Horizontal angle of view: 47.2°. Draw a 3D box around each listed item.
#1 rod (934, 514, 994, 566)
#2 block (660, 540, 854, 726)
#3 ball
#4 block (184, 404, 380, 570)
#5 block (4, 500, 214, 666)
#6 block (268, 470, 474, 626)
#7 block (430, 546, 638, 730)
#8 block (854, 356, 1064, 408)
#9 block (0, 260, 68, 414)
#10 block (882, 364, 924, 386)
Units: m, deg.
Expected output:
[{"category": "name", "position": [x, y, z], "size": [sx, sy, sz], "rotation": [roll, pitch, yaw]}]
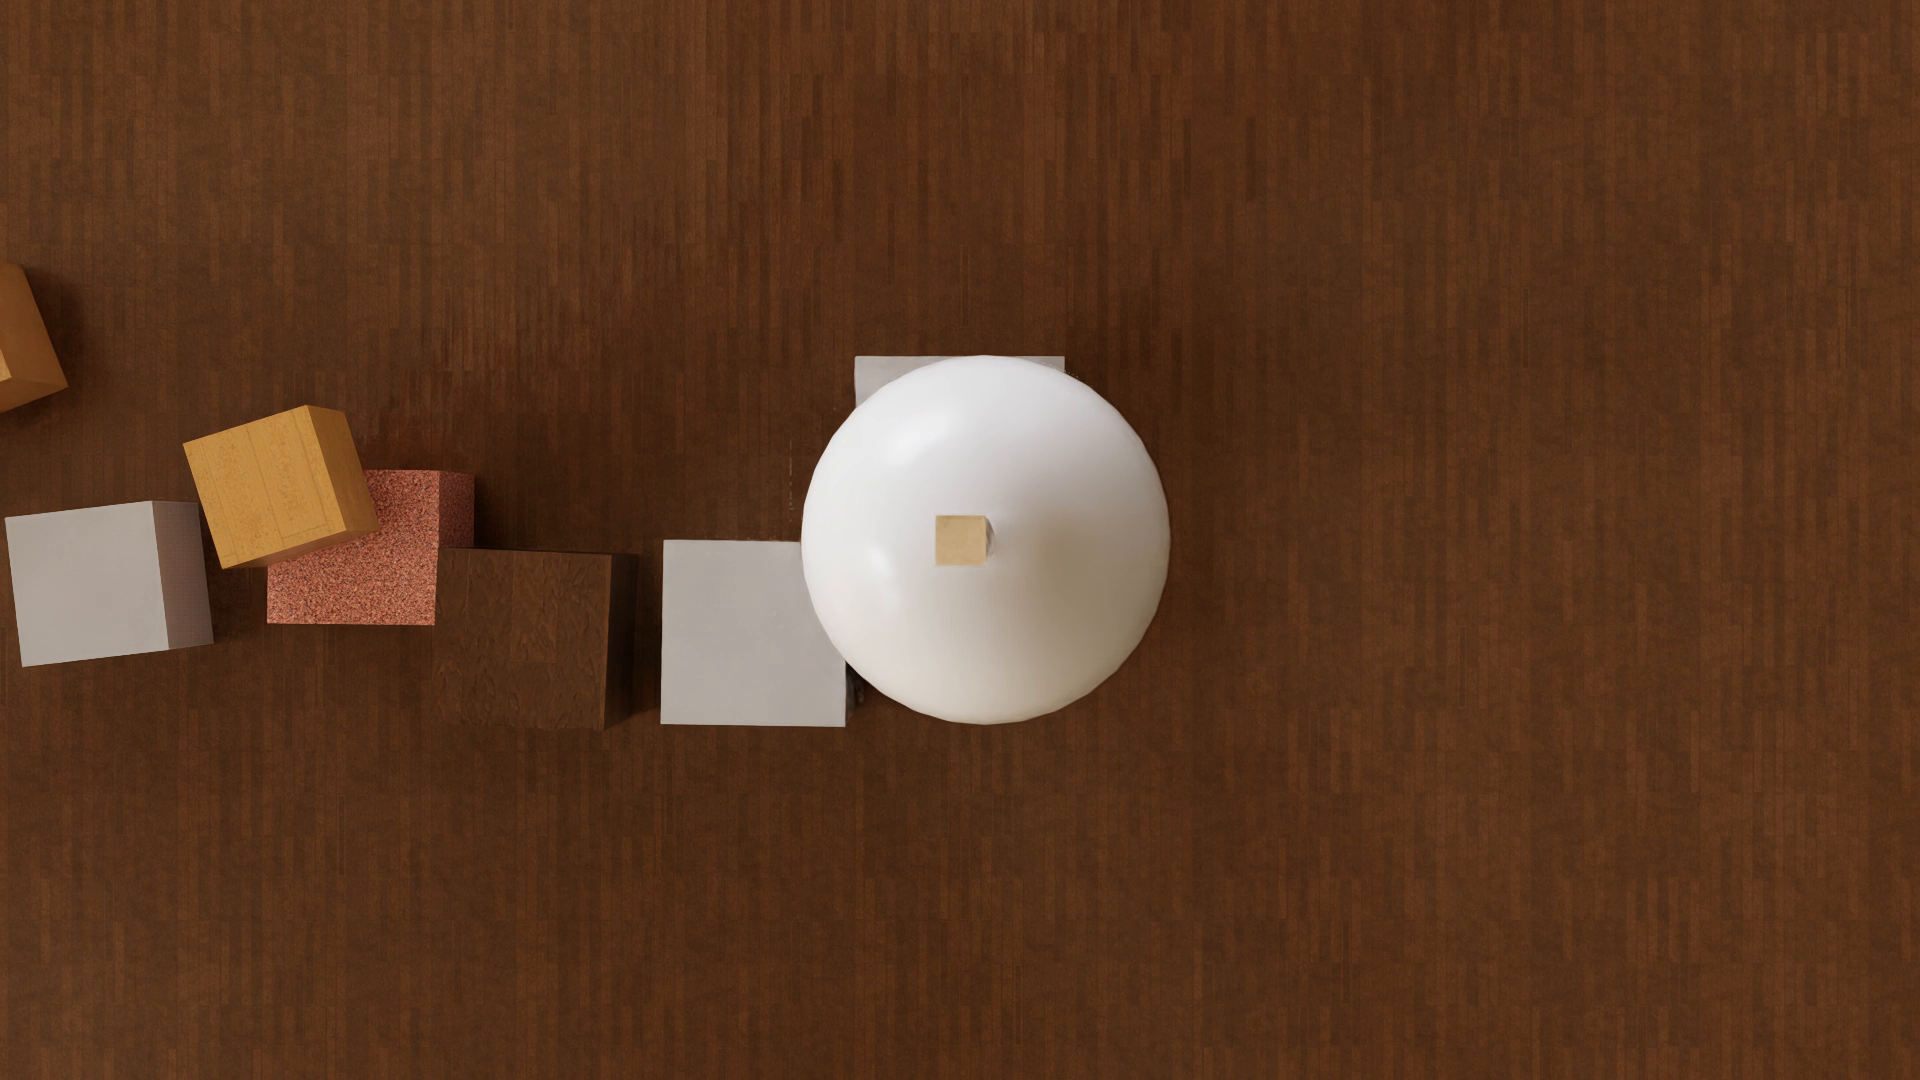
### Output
[{"category": "rod", "position": [0.048, 0.000, 6.099], "size": [0.080, 5.200, 0.080], "rotation": [0, 90, 1]}, {"category": "block", "position": [-1.119, 0.507, 12.480], "size": [1.002, 1.040, 1.002], "rotation": [1, 90, 0]}, {"category": "ball", "position": [0.111, 0.000, 9.498], "size": [1.600, 1.600, 1.600], "rotation": [0, 90, 0]}, {"category": "block", "position": [-3.616, -0.277, 11.777], "size": [0.676, 0.687, 0.684], "rotation": [-17, 90, 0]}, {"category": "block", "position": [-4.868, 0.244, 12.631], "size": [0.824, 0.737, 0.838], "rotation": [-7, 90, 0]}, {"category": "block", "position": [-3.344, 0.038, 12.561], "size": [0.939, 0.879, 0.853], "rotation": [1, 90, 0]}, {"category": "block", "position": [-2.398, 0.541, 12.503], "size": [0.950, 0.994, 0.960], "rotation": [3, 90, 0]}, {"category": "block", "position": [-0.002, -0.506, 12.509], "size": [1.145, 0.981, 0.994], "rotation": [0, 90, 0]}, {"category": "block", "position": [-5.768, -1.120, 12.608], "size": [0.773, 0.784, 0.765], "rotation": [-21, 90, 0]}, {"category": "block", "position": [0.006, -0.491, 11.663], "size": [0.820, 0.711, 0.838], "rotation": [0, 90, 0]}]
